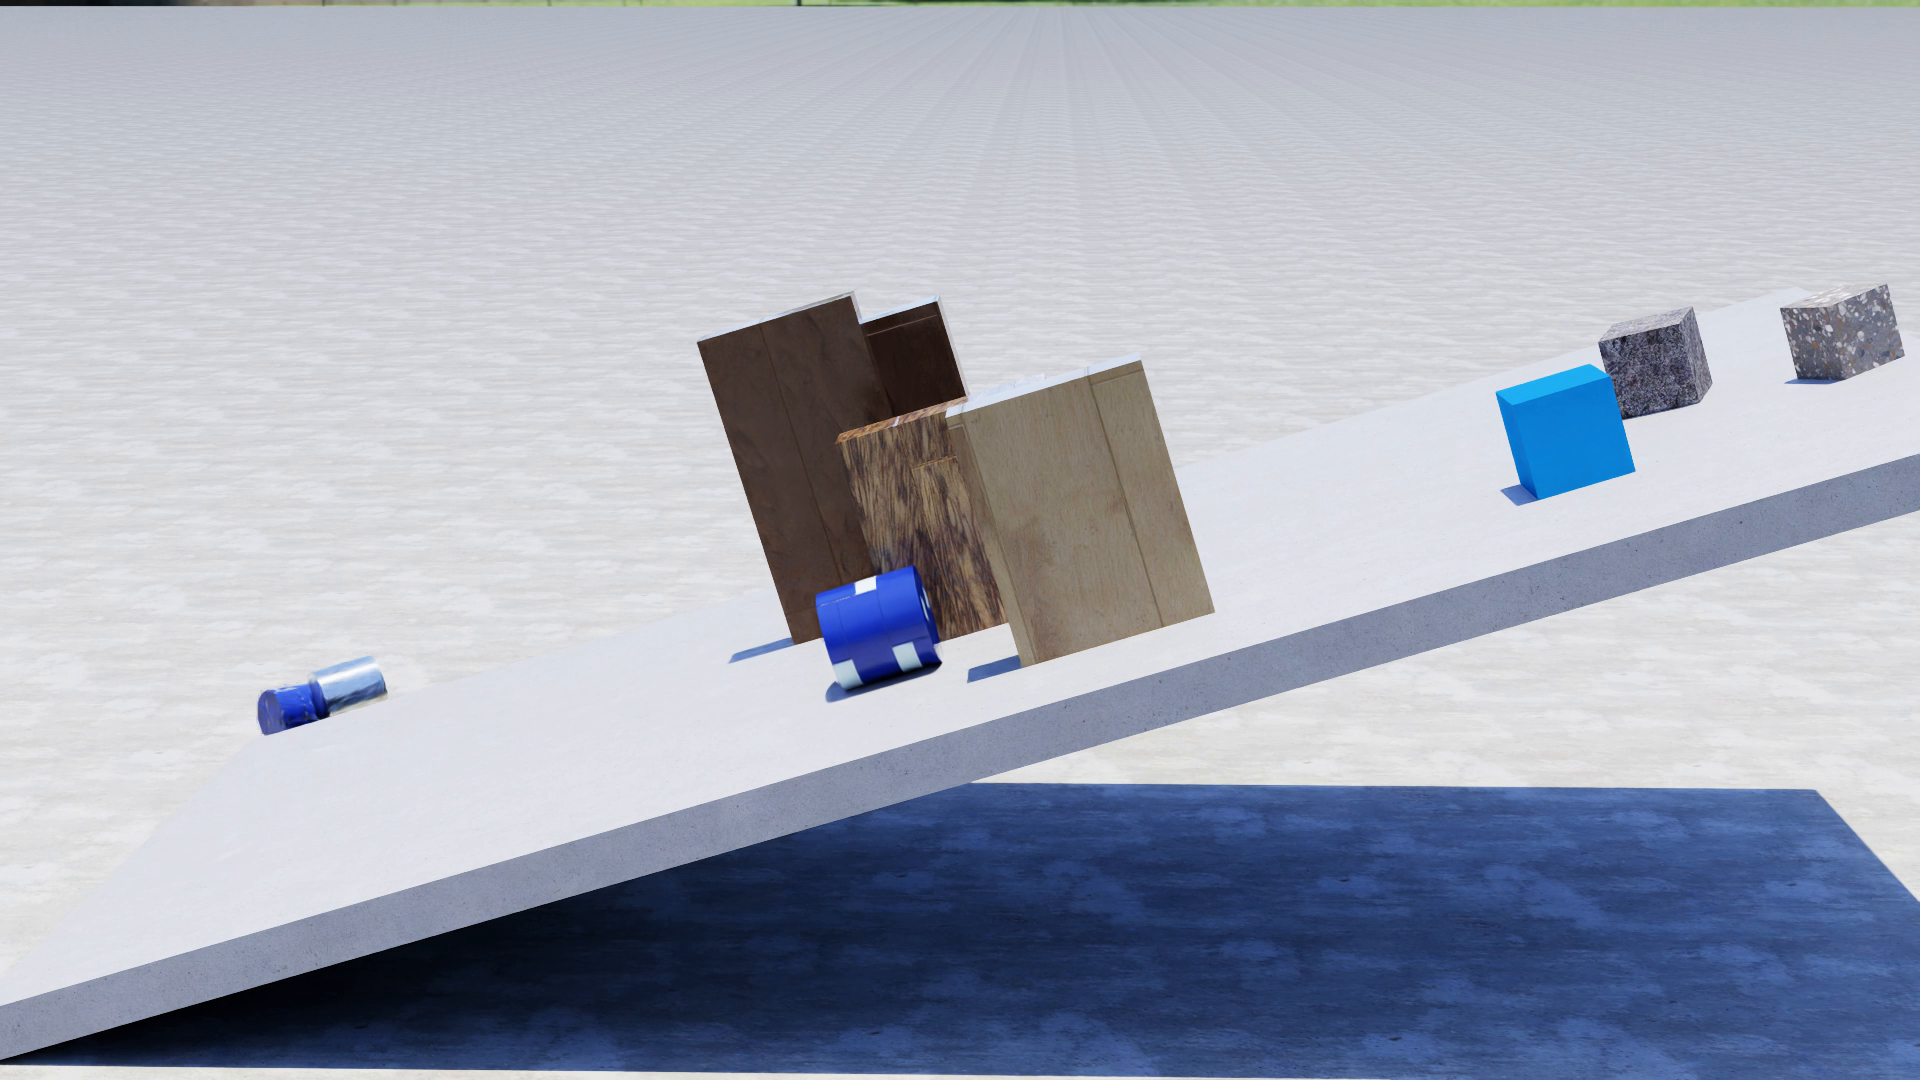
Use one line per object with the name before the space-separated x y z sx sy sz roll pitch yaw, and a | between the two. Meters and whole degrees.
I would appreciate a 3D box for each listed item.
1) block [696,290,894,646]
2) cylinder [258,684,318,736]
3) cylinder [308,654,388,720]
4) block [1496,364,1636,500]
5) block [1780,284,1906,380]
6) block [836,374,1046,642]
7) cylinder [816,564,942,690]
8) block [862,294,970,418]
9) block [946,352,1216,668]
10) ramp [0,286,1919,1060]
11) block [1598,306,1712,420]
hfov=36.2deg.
block | -0.301 -0.158 6.511 0.353 0.708 0.103 -16 10 5
cylinder | -1.763 0.461 7.814 0.149 0.149 0.149 -10 15 -40
cylinder | -1.596 0.399 7.673 0.160 0.160 0.160 -17 17 -25
block | 1.190 -0.214 5.789 0.195 0.195 0.195 -17 10 3
block | 1.805 -0.426 6.019 0.154 0.154 0.154 -21 11 -18
block | 0.027 -0.056 6.119 0.449 0.461 0.133 -16 10 5
cylinder | -0.162 0.176 5.925 0.204 0.204 0.204 -17 10 5
block | -0.151 -0.236 7.008 0.392 0.597 0.141 -16 10 5
block | 0.232 -0.058 5.652 0.385 0.508 0.122 -16 10 5
ramp | 0.094 0.185 6.316 4.000 0.100 2.000 -16 10 5
block | 1.477 -0.376 6.243 0.174 0.174 0.174 -12 11 26
